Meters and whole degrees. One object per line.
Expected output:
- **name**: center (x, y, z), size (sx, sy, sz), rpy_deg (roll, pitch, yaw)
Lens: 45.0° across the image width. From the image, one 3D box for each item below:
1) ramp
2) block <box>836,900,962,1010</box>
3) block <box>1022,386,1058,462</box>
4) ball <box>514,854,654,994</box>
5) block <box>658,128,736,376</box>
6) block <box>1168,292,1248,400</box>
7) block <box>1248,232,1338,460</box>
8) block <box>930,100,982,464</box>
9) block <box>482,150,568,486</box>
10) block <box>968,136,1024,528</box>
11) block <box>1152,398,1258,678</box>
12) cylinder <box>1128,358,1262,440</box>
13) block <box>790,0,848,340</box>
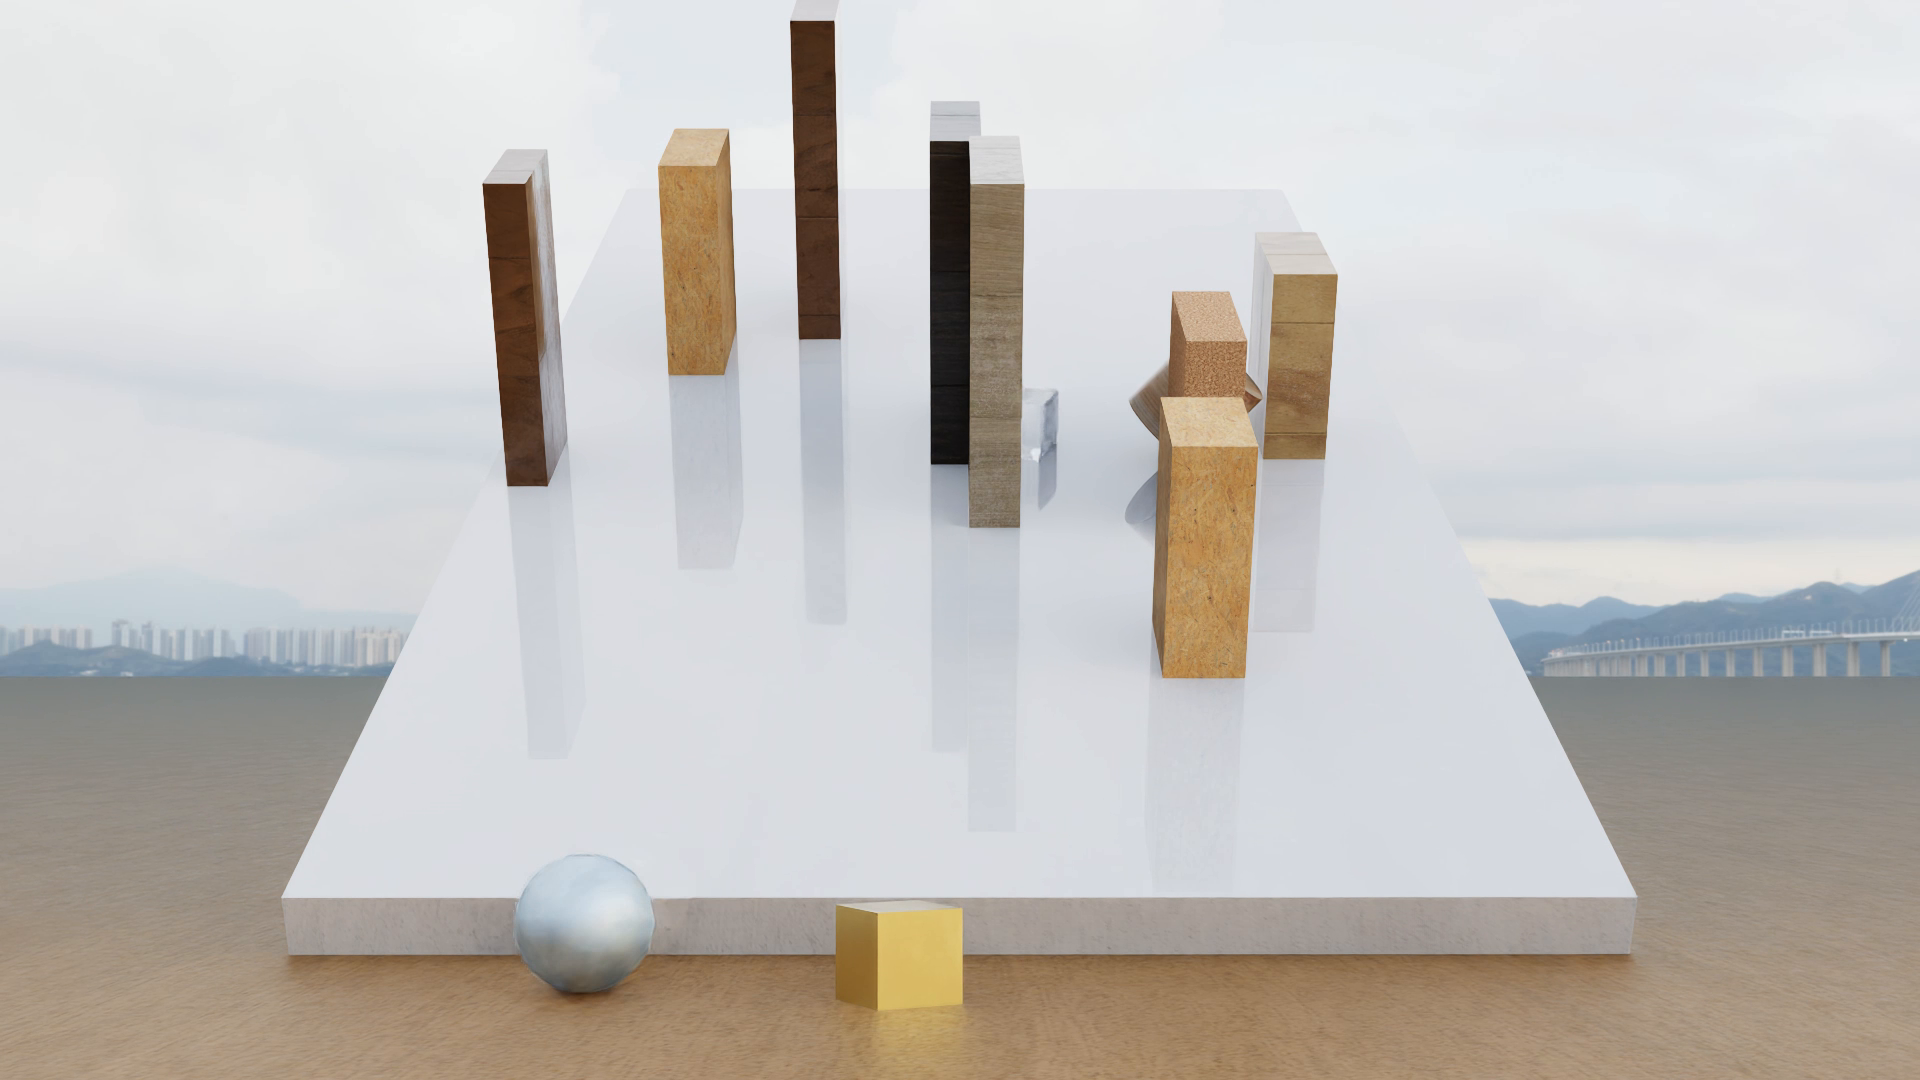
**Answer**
- **ramp**: center (-0.008, -0.227, 5.274), size (2.000, 0.100, 4.000), rpy_deg (0, 24, 0)
- **block**: center (-0.079, 0.531, 2.976), size (0.121, 0.121, 0.121), rpy_deg (2, -4, -29)
- **block**: center (0.136, -0.258, 5.065), size (0.124, 0.124, 0.124), rpy_deg (9, 25, 19)
- **ball**: center (-0.495, 0.505, 3.061), size (0.182, 0.182, 0.182), rpy_deg (0, -3, 0)
- **block**: center (-0.628, -0.698, 5.588), size (0.133, 0.508, 0.361), rpy_deg (0, 24, 0)
- **block**: center (0.495, -0.258, 4.704), size (0.118, 0.414, 0.320), rpy_deg (0, 24, 0)
- **block**: center (0.725, -0.430, 5.095), size (0.135, 0.417, 0.318), rpy_deg (0, 24, 0)
- **block**: center (-0.011, -0.559, 5.026), size (0.106, 0.707, 0.360), rpy_deg (0, 24, 0)
- **block**: center (-0.910, -0.467, 4.879), size (0.086, 0.652, 0.278), rpy_deg (0, 24, 0)
- **block**: center (0.070, -0.426, 4.718), size (0.103, 0.710, 0.380), rpy_deg (0, 24, 0)
- **block**: center (0.428, -0.005, 4.097), size (0.145, 0.436, 0.240), rpy_deg (0, 24, 0)
- **cylinder**: center (0.505, -0.304, 4.969), size (0.203, 0.203, 0.203), rpy_deg (-45, -20, 17)
- **block**: center (-0.349, -0.940, 5.796), size (0.105, 0.788, 0.399), rpy_deg (0, 24, 0)
